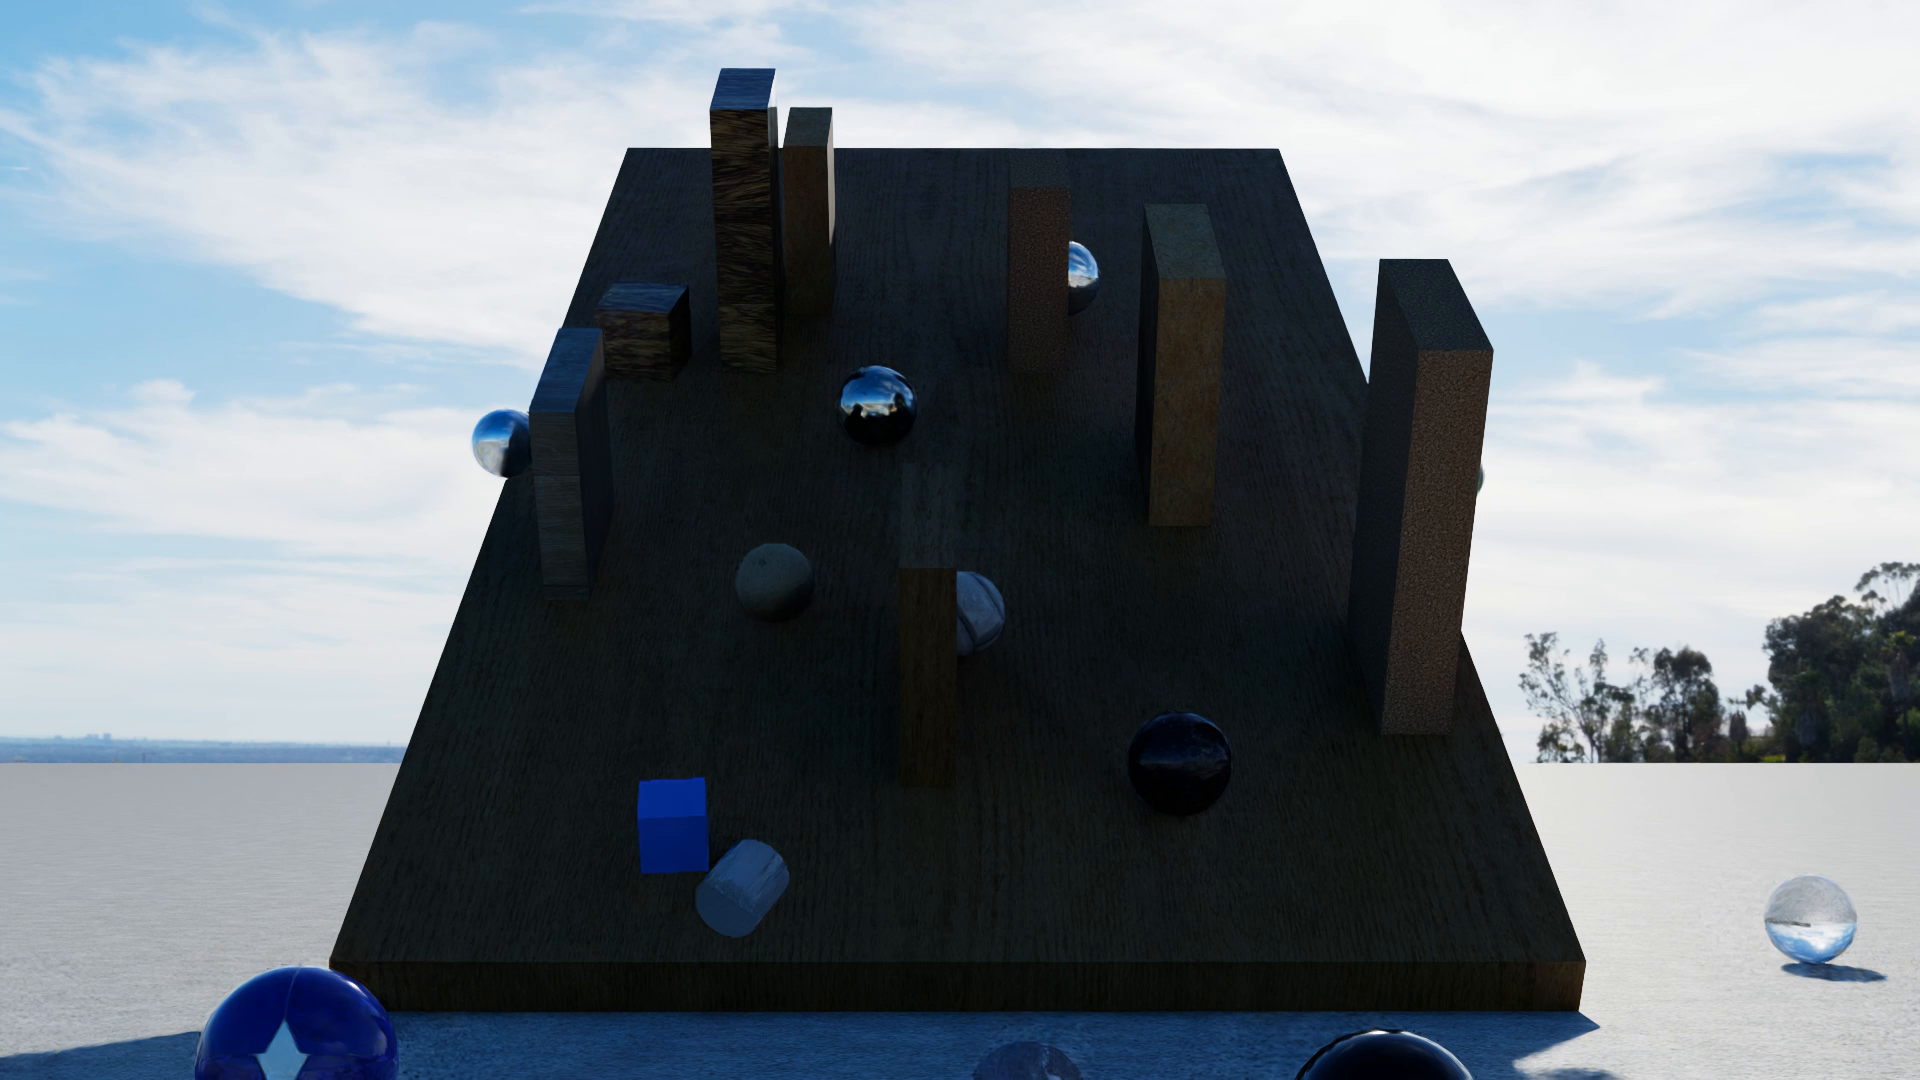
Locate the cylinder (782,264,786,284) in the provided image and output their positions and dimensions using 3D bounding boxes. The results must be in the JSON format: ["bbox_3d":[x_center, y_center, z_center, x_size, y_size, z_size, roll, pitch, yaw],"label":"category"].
[{"bbox_3d":[-0.523,-0.657,6.137,0.144,0.144,0.144,0,28,-2],"label":"cylinder"}]

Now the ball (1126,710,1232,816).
[{"bbox_3d":[0.380,0.387,4.132,0.184,0.184,0.184,0,-5,0],"label":"ball"}]

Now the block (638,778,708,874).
[{"bbox_3d":[-0.483,0.482,4.023,0.112,0.112,0.112,-2,28,-5],"label":"block"}]

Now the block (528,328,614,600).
[{"bbox_3d":[-0.794,-0.161,4.905,0.090,0.420,0.417,0,28,0],"label":"block"}]

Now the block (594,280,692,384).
[{"bbox_3d":[-0.770,-0.508,5.814,0.182,0.182,0.182,5,28,9],"label":"block"}]

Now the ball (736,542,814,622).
[{"bbox_3d":[-0.367,0.084,4.727,0.157,0.157,0.157,0,-5,0],"label":"ball"}]

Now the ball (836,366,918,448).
[{"bbox_3d":[-0.190,-0.302,5.424,0.187,0.187,0.187,0,-5,0],"label":"ball"}]

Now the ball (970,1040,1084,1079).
[{"bbox_3d":[0.067,0.565,2.390,0.124,0.124,0.124,0,-5,0],"label":"ball"}]

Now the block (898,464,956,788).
[{"bbox_3d":[-0.056,0.149,4.301,0.097,0.443,0.400,0,28,0],"label":"block"}]

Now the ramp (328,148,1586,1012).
[{"bbox_3d":[-0.011,-0.223,5.581,2.000,0.100,4.000,0,28,0],"label":"ramp"}]

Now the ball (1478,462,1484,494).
[{"bbox_3d":[1.090,-0.141,5.258,0.130,0.130,0.130,0,-5,0],"label":"ball"}]

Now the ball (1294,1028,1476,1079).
[{"bbox_3d":[0.362,0.505,2.024,0.178,0.178,0.178,0,-5,0],"label":"ball"}]

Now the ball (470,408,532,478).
[{"bbox_3d":[-0.962,-0.205,5.056,0.147,0.147,0.147,0,-5,0],"label":"ball"}]

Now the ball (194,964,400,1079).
[{"bbox_3d":[-0.667,0.528,2.403,0.199,0.199,0.199,0,-5,0],"label":"ball"}]

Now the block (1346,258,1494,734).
[{"bbox_3d":[0.837,-0.081,4.393,0.126,0.768,0.423,0,28,0],"label":"block"}]

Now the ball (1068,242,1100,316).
[{"bbox_3d":[0.264,-0.670,6.112,0.195,0.195,0.195,0,-5,0],"label":"ball"}]

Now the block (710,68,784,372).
[{"bbox_3d":[-0.514,-0.778,5.809,0.134,0.664,0.326,0,28,0],"label":"block"}]

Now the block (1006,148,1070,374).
[{"bbox_3d":[0.189,-0.683,5.836,0.141,0.476,0.280,0,28,0],"label":"block"}]

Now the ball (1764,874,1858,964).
[{"bbox_3d":[1.684,0.751,4.725,0.177,0.177,0.177,0,-5,0],"label":"ball"}]

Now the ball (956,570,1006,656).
[{"bbox_3d":[0.006,0.141,4.614,0.164,0.164,0.164,0,-5,0],"label":"ball"}]

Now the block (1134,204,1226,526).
[{"bbox_3d":[0.472,-0.384,5.177,0.136,0.567,0.441,0,28,0],"label":"block"}]

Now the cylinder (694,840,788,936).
[{"bbox_3d":[-0.354,0.564,3.869,0.114,0.114,0.114,-3,25,26],"label":"cylinder"}]

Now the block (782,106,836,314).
[{"bbox_3d":[-0.387,-0.855,6.183,0.111,0.452,0.314,0,28,0],"label":"block"}]
